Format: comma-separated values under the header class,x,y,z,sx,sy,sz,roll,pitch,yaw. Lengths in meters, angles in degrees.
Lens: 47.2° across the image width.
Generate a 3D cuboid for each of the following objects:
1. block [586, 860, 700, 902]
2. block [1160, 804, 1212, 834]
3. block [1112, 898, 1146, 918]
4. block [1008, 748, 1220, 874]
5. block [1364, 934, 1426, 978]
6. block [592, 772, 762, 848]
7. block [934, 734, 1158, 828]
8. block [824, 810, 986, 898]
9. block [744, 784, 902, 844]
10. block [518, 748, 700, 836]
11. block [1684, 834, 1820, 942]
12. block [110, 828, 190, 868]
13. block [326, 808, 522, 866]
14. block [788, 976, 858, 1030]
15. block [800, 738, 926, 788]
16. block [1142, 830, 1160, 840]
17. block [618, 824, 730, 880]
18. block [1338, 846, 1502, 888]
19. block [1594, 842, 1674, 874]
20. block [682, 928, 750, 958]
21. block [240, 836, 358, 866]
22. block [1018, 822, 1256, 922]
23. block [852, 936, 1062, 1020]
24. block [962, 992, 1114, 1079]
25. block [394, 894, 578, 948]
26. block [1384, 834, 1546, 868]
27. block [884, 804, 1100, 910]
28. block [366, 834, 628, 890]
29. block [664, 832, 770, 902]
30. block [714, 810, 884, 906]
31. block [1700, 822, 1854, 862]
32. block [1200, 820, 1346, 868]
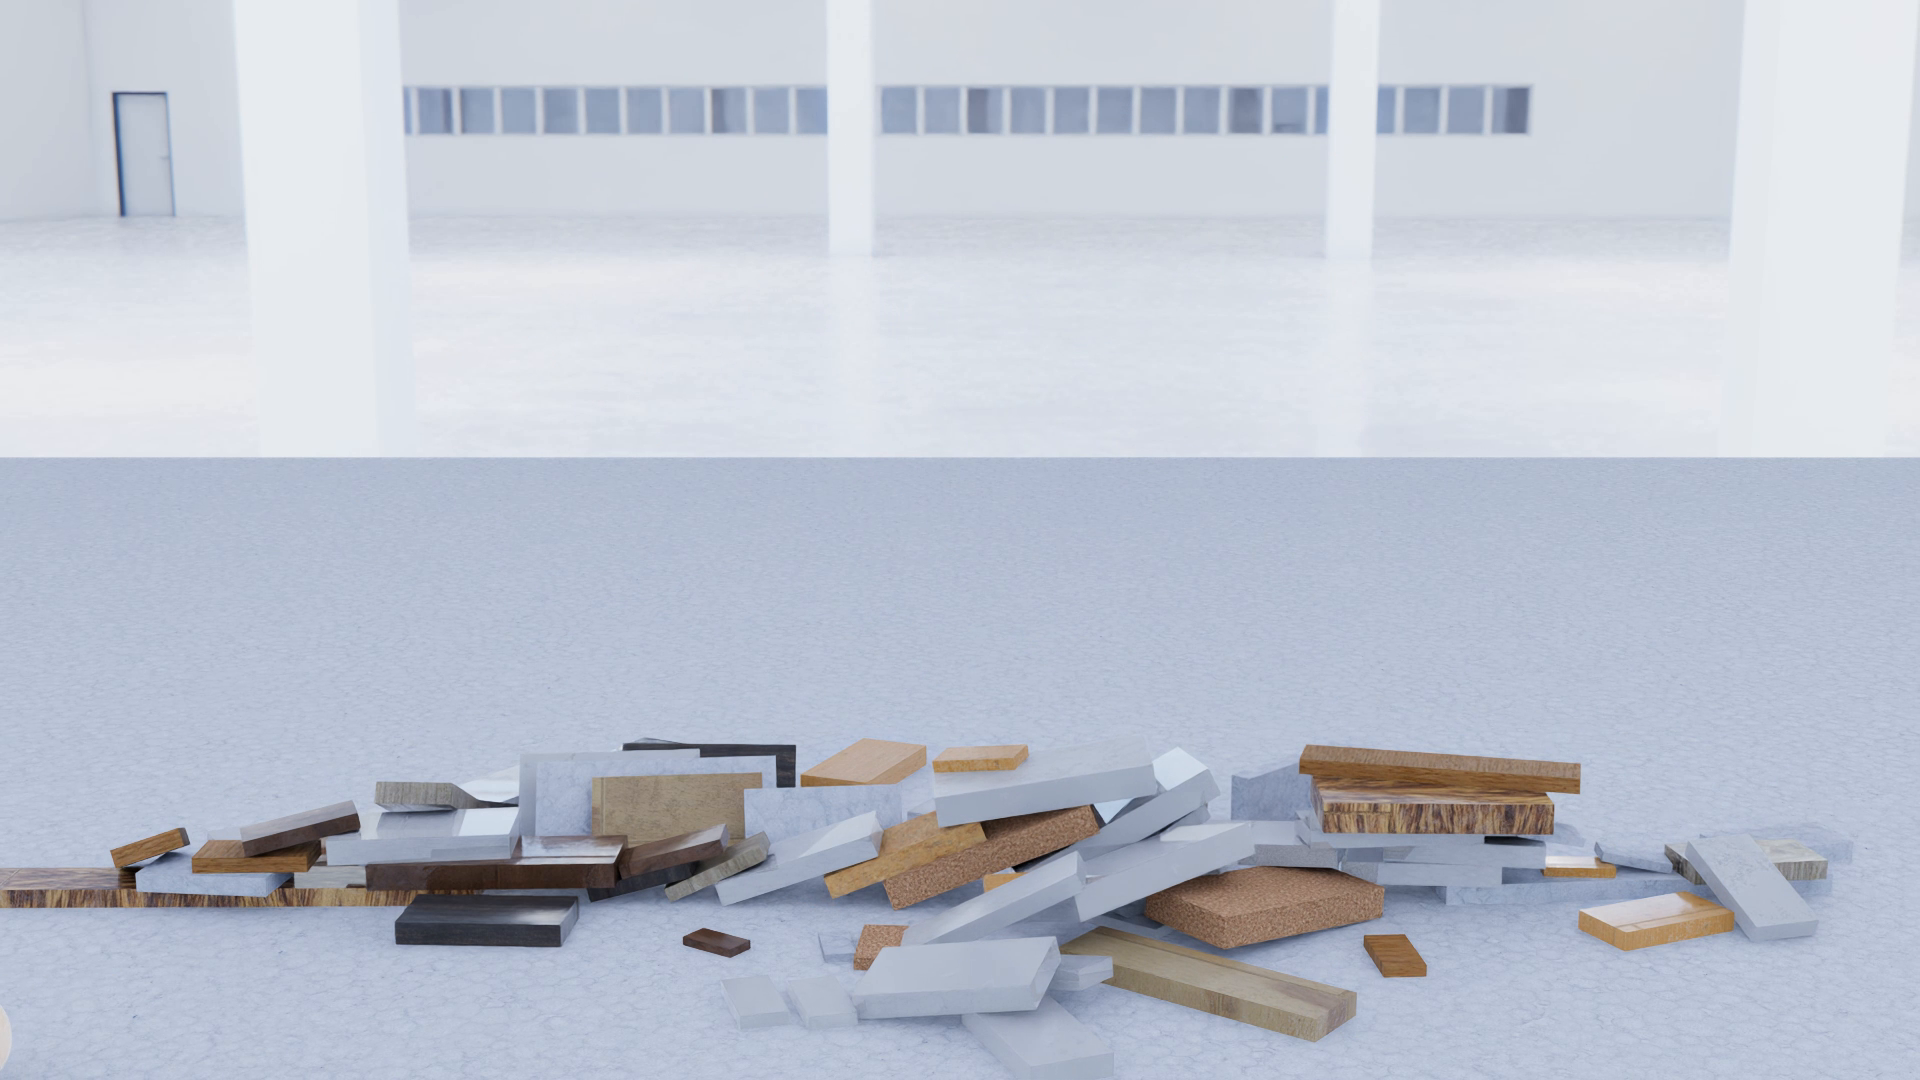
class,x,y,z,sx,sy,sz,roll,pitch,yaw
block,-0.527,0.556,3.661,0.175,0.025,0.087,-15,10,4
block,0.320,0.505,3.723,0.197,0.028,0.099,-31,11,-20
block,0.315,0.570,3.599,0.197,0.028,0.099,-8,13,-37
block,0.247,0.473,3.686,0.359,0.051,0.180,-29,10,-6
block,0.666,0.636,3.369,0.065,0.018,0.130,-1,11,-3
block,-0.492,0.486,3.838,0.295,0.148,0.042,-1,-28,-6
block,0.138,0.398,3.651,0.359,0.051,0.180,-9,11,1
block,-0.091,0.509,3.655,0.271,0.038,0.135,-21,10,2
block,-0.237,0.498,3.811,0.271,0.135,0.038,-1,-28,-6
block,-0.626,0.462,3.939,0.319,0.160,0.045,-1,-28,-6
block,1.273,0.558,3.544,0.109,0.031,0.219,-4,31,-12
block,-1.367,0.520,3.719,0.110,0.031,0.220,-18,-2,-18
block,-0.891,0.493,3.668,0.295,0.042,0.148,-2,11,-4
block,-0.200,0.670,3.184,0.071,0.020,0.142,-3,11,-16
block,-0.186,0.450,4.314,0.140,0.040,0.280,4,11,23
block,0.235,0.523,3.691,0.197,0.028,0.099,-29,10,-7
block,-0.475,0.517,3.656,0.175,0.025,0.087,-15,10,2
block,0.765,0.538,3.673,0.259,0.037,0.130,1,11,7
block,1.131,0.533,3.696,0.117,0.017,0.059,10,11,2
block,-0.379,0.628,3.428,0.097,0.014,0.049,7,13,34
block,-1.138,0.532,3.790,0.185,0.026,0.093,-4,41,-22
block,0.274,0.526,3.483,0.355,0.050,0.178,-15,0,-33
block,-0.004,0.628,3.155,0.273,0.039,0.136,-8,17,21
block,0.105,0.688,3.046,0.122,0.035,0.245,-4,11,-22
block,-0.749,0.604,3.493,0.261,0.037,0.130,0,11,2
block,0.837,0.502,3.660,0.259,0.037,0.130,1,11,11
block,0.049,0.501,3.663,0.359,0.051,0.180,-21,10,2
block,-0.765,0.536,3.656,0.405,0.042,0.148,-1,11,1
block,-0.403,0.543,3.657,0.175,0.025,0.087,-25,9,5
block,-0.265,0.528,3.658,0.271,0.038,0.135,-19,9,5
block,1.432,0.538,3.861,0.230,0.033,0.115,-3,11,-17
block,0.511,0.508,3.686,0.259,0.037,0.130,-1,10,18
